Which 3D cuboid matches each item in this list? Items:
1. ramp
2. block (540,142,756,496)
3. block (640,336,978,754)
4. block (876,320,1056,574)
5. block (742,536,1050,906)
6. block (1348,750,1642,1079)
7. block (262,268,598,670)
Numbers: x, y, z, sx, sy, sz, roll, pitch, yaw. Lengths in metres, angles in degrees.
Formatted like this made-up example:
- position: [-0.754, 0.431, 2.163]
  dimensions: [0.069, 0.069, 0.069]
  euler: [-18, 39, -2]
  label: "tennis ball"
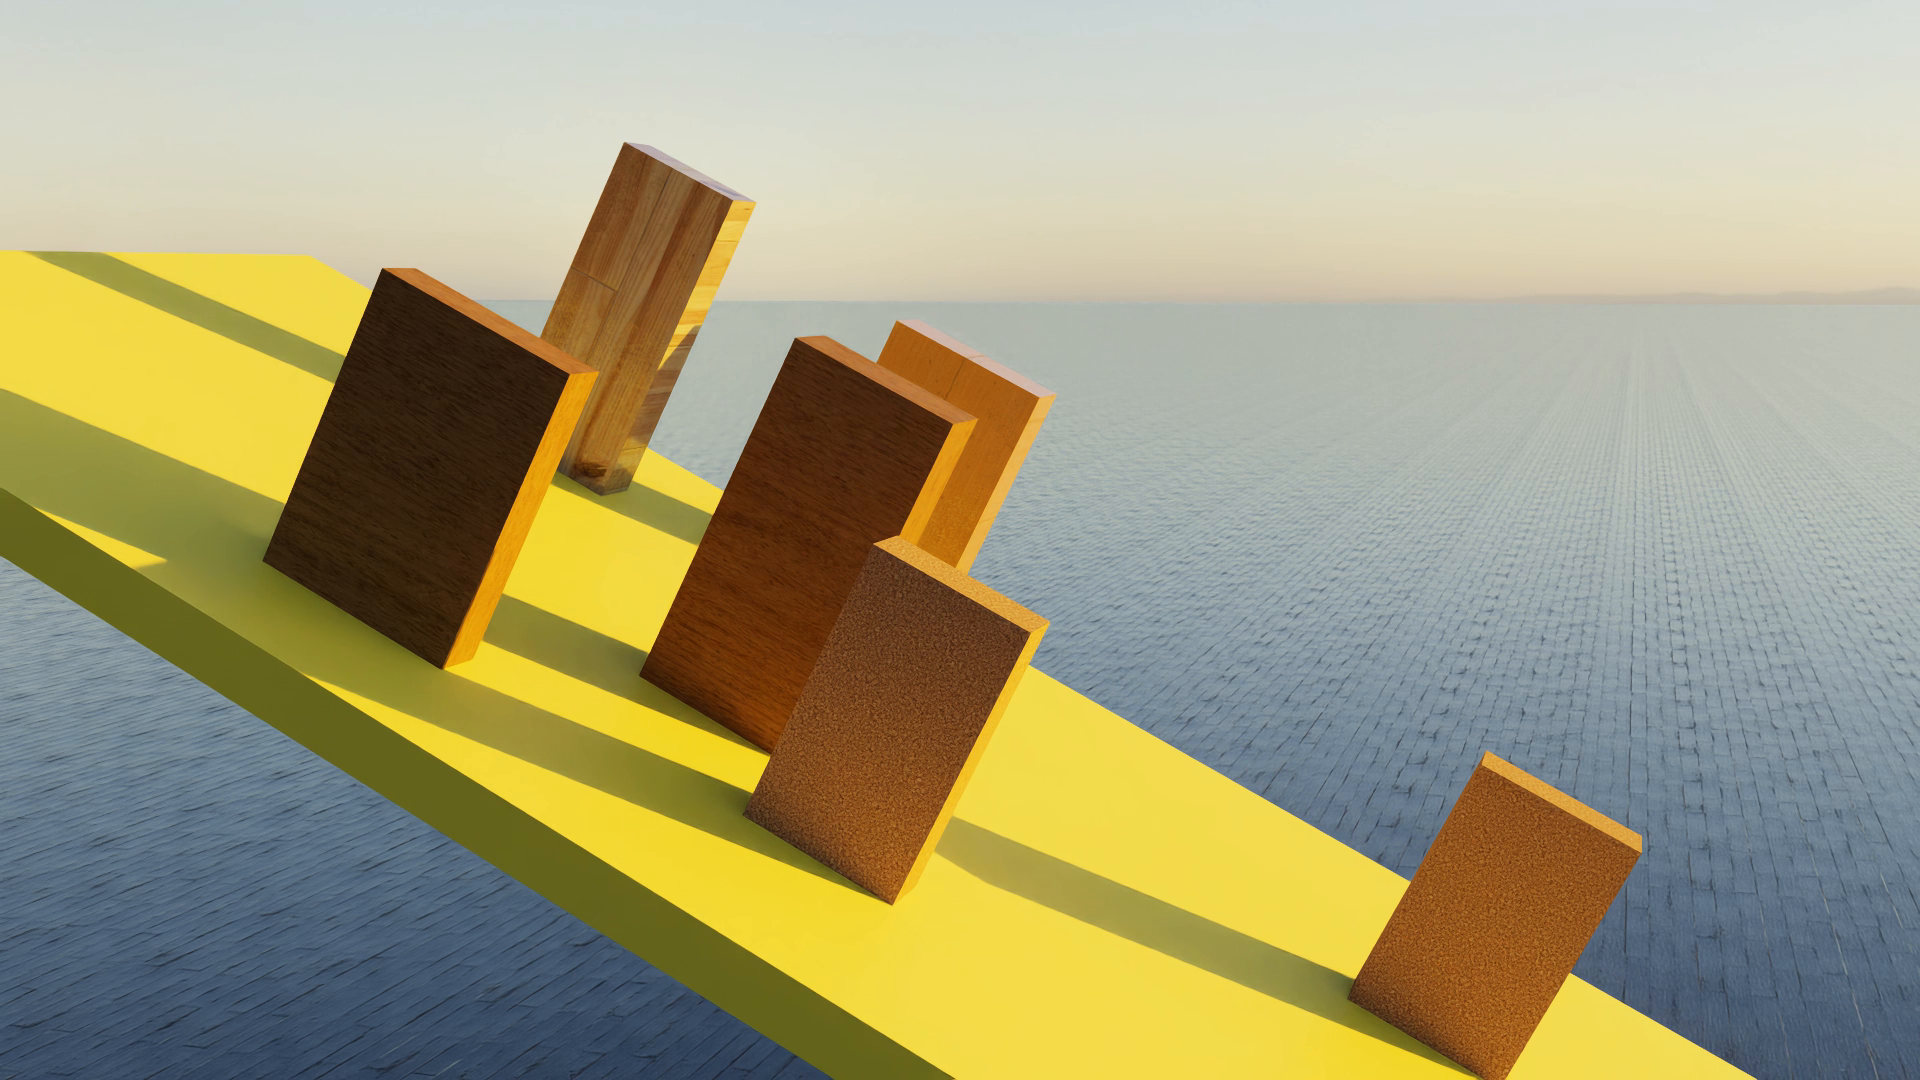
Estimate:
- position: [-0.238, 0.400, 4.156]
  dimensions: [4.000, 0.100, 2.000]
  euler: [29, 14, 12]
  label: "ramp"
- position: [-0.728, -0.478, 4.786]
  dimensions: [0.279, 0.709, 0.129]
  euler: [29, 14, 12]
  label: "block"
- position: [-0.270, 0.016, 3.876]
  dimensions: [0.317, 0.676, 0.146]
  euler: [29, 14, 12]
  label: "block"
- position: [-0.092, -0.137, 4.902]
  dimensions: [0.363, 0.606, 0.146]
  euler: [29, 14, 12]
  label: "block"
- position: [-0.105, 0.288, 3.532]
  dimensions: [0.288, 0.506, 0.116]
  euler: [29, 14, 12]
  label: "block"
- position: [0.971, 0.689, 4.005]
  dimensions: [0.311, 0.509, 0.123]
  euler: [29, 14, 12]
  label: "block"
- position: [-0.865, -0.117, 3.577]
  dimensions: [0.367, 0.538, 0.101]
  euler: [29, 14, 12]
  label: "block"
